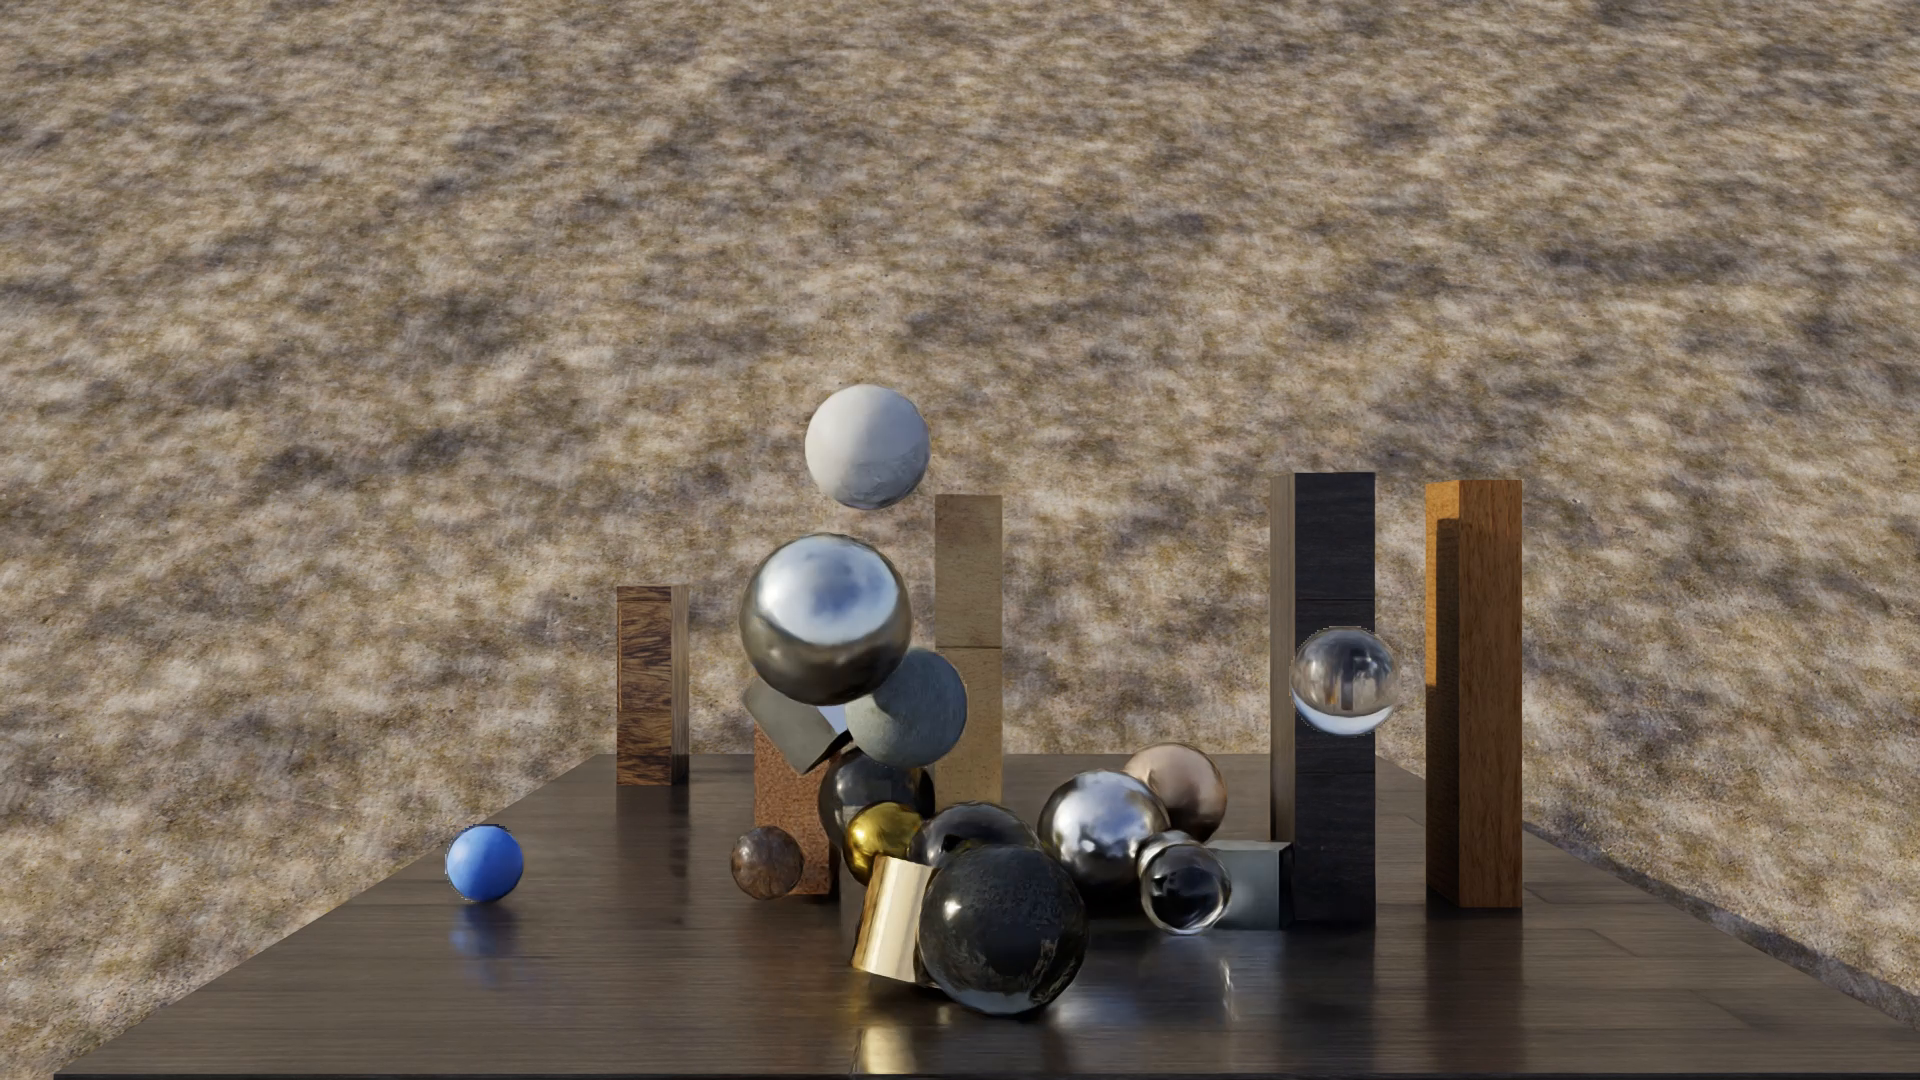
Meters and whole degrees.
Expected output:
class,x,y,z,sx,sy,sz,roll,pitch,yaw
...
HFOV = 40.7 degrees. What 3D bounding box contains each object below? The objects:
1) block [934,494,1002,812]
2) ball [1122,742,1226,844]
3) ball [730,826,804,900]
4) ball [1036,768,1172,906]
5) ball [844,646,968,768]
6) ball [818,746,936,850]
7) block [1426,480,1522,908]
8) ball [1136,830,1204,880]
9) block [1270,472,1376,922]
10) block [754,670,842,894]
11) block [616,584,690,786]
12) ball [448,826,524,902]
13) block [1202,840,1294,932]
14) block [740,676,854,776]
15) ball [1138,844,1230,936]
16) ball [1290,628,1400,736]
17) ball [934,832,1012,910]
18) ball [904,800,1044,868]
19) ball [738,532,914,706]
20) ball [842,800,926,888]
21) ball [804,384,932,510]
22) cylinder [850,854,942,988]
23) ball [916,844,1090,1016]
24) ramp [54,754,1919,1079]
class,x,y,z,sx,sy,sz,roll,pitch,yaw
block,0.013,0.240,4.116,0.101,0.617,0.420,0,0,0
ball,0.370,0.451,4.542,0.195,0.195,0.195,0,30,0
ball,-0.294,0.493,3.950,0.113,0.113,0.113,0,30,0
ball,0.215,0.444,3.864,0.204,0.204,0.204,0,30,0
ball,-0.066,0.202,3.139,0.150,0.150,0.150,0,30,0
ball,-0.128,0.401,3.957,0.181,0.181,0.181,0,30,0
block,0.792,0.229,4.001,0.094,0.638,0.277,0,0,0
ball,0.310,0.474,3.744,0.108,0.108,0.108,0,30,0
block,0.540,0.226,3.873,0.115,0.645,0.297,0,0,0
block,-0.261,0.332,4.231,0.114,0.434,0.449,0,0,0
block,-0.710,0.327,6.006,0.122,0.446,0.388,0,0,0
ball,-0.721,0.492,3.933,0.115,0.115,0.115,0,30,0
block,0.410,0.492,3.694,0.112,0.112,0.112,0,0,18
block,-0.177,0.198,3.357,0.130,0.130,0.130,-33,80,-38
ball,0.312,0.485,3.593,0.127,0.127,0.127,0,30,0
ball,0.440,0.162,2.956,0.125,0.125,0.125,0,30,0
ball,0.019,0.490,3.827,0.117,0.117,0.117,0,30,0
ball,0.020,0.451,3.507,0.195,0.195,0.195,0,30,0
ball,-0.155,0.092,2.994,0.202,0.202,0.202,0,30,0
ball,-0.104,0.447,3.777,0.135,0.135,0.135,0,30,0
ball,-0.110,-0.111,3.099,0.152,0.152,0.152,0,30,0
cylinder,-0.052,0.464,3.143,0.138,0.138,0.138,13,-7,2
ball,0.050,0.449,2.983,0.198,0.198,0.198,0,30,0
ramp,0.067,0.599,4.659,2.000,0.100,4.000,0,0,0
